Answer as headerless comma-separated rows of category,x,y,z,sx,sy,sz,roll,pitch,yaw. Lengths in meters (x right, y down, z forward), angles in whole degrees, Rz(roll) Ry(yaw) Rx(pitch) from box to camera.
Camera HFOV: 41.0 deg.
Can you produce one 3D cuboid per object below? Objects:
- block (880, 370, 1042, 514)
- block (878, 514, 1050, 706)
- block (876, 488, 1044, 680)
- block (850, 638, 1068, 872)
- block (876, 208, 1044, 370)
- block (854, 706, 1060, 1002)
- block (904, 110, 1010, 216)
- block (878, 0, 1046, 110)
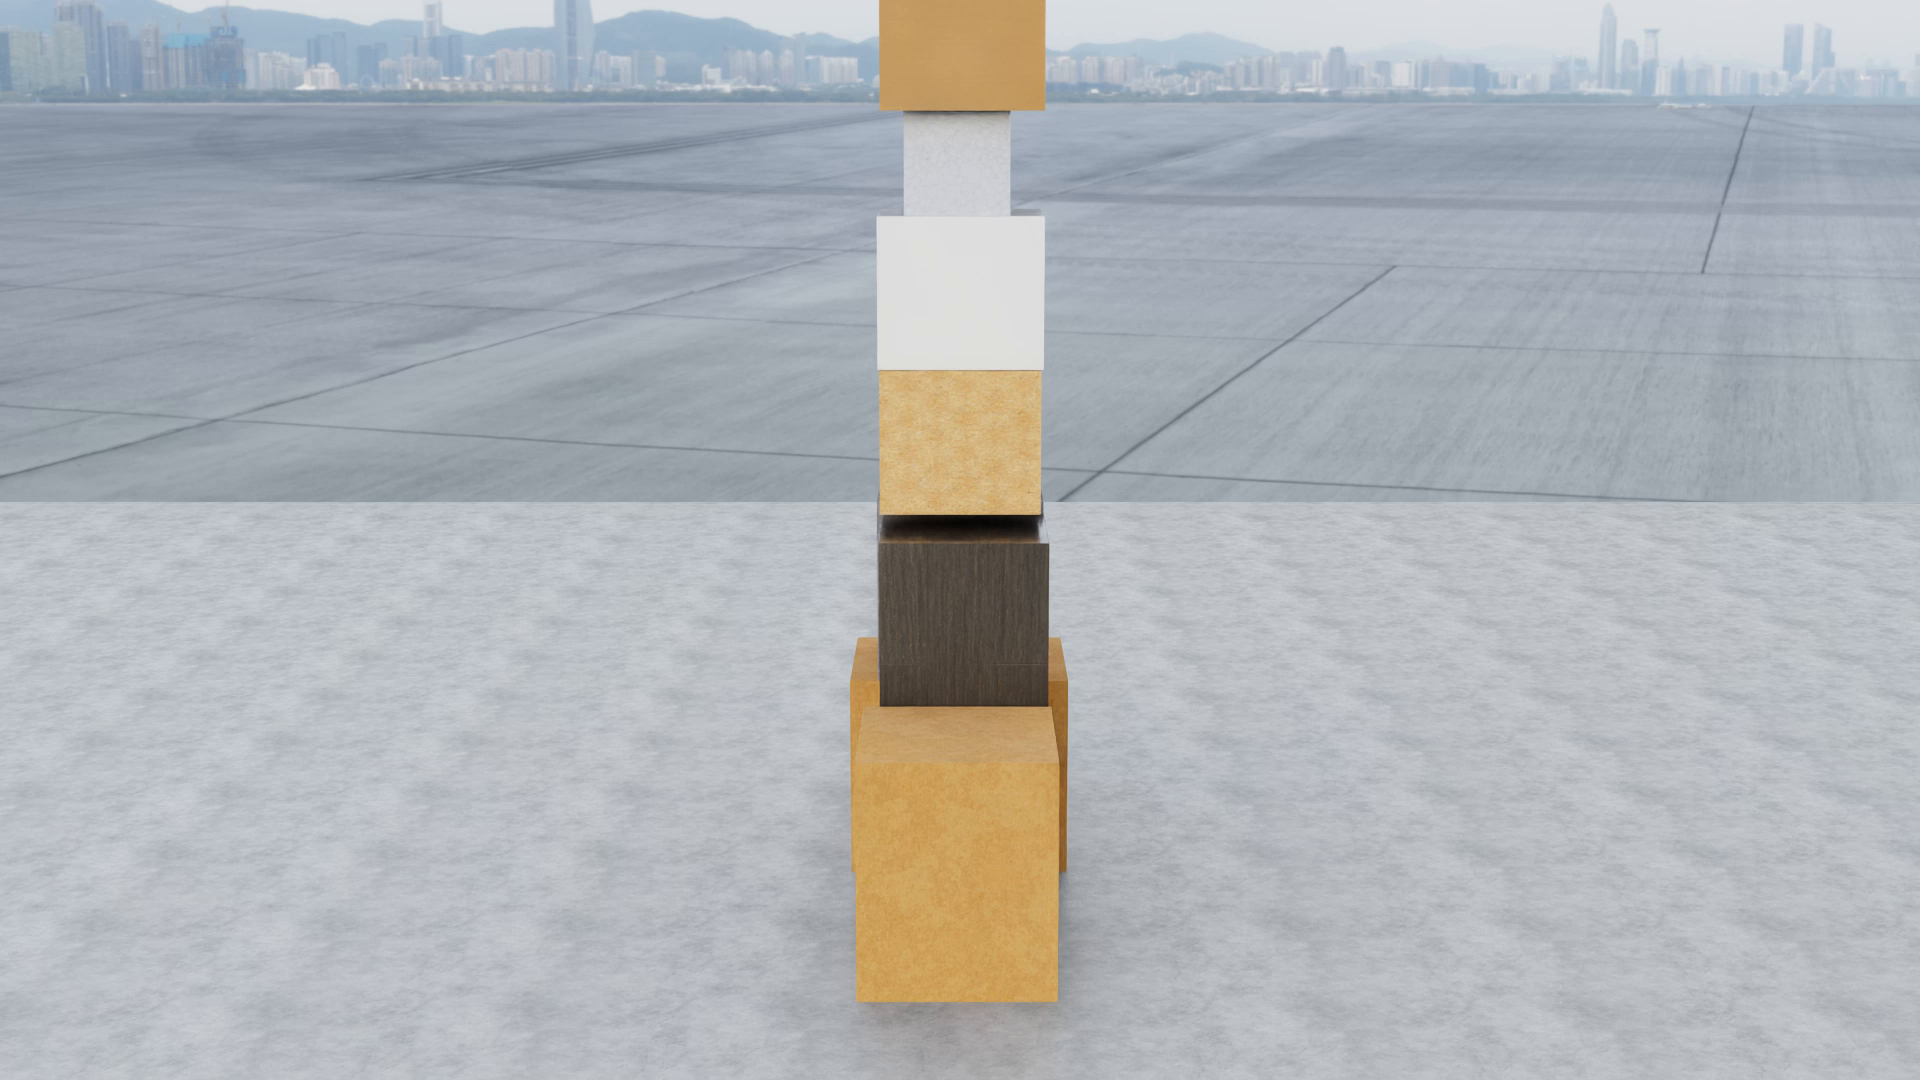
block,0.001,-0.469,11.095,0.677,0.605,0.727,0,10,0
block,0.016,0.343,10.873,0.697,0.795,0.688,0,10,0
block,0.001,0.160,11.564,0.724,0.801,0.717,0,10,0
block,-0.004,0.970,11.790,0.959,0.873,0.885,0,10,0
block,0.003,-1.081,10.984,0.696,0.638,0.606,0,10,0
block,-0.011,1.227,10.176,0.771,0.945,0.878,0,10,0
block,-0.012,-1.608,10.888,0.443,0.434,0.500,0,10,0
block,0.009,-2.111,10.796,0.677,0.589,0.714,0,10,0
